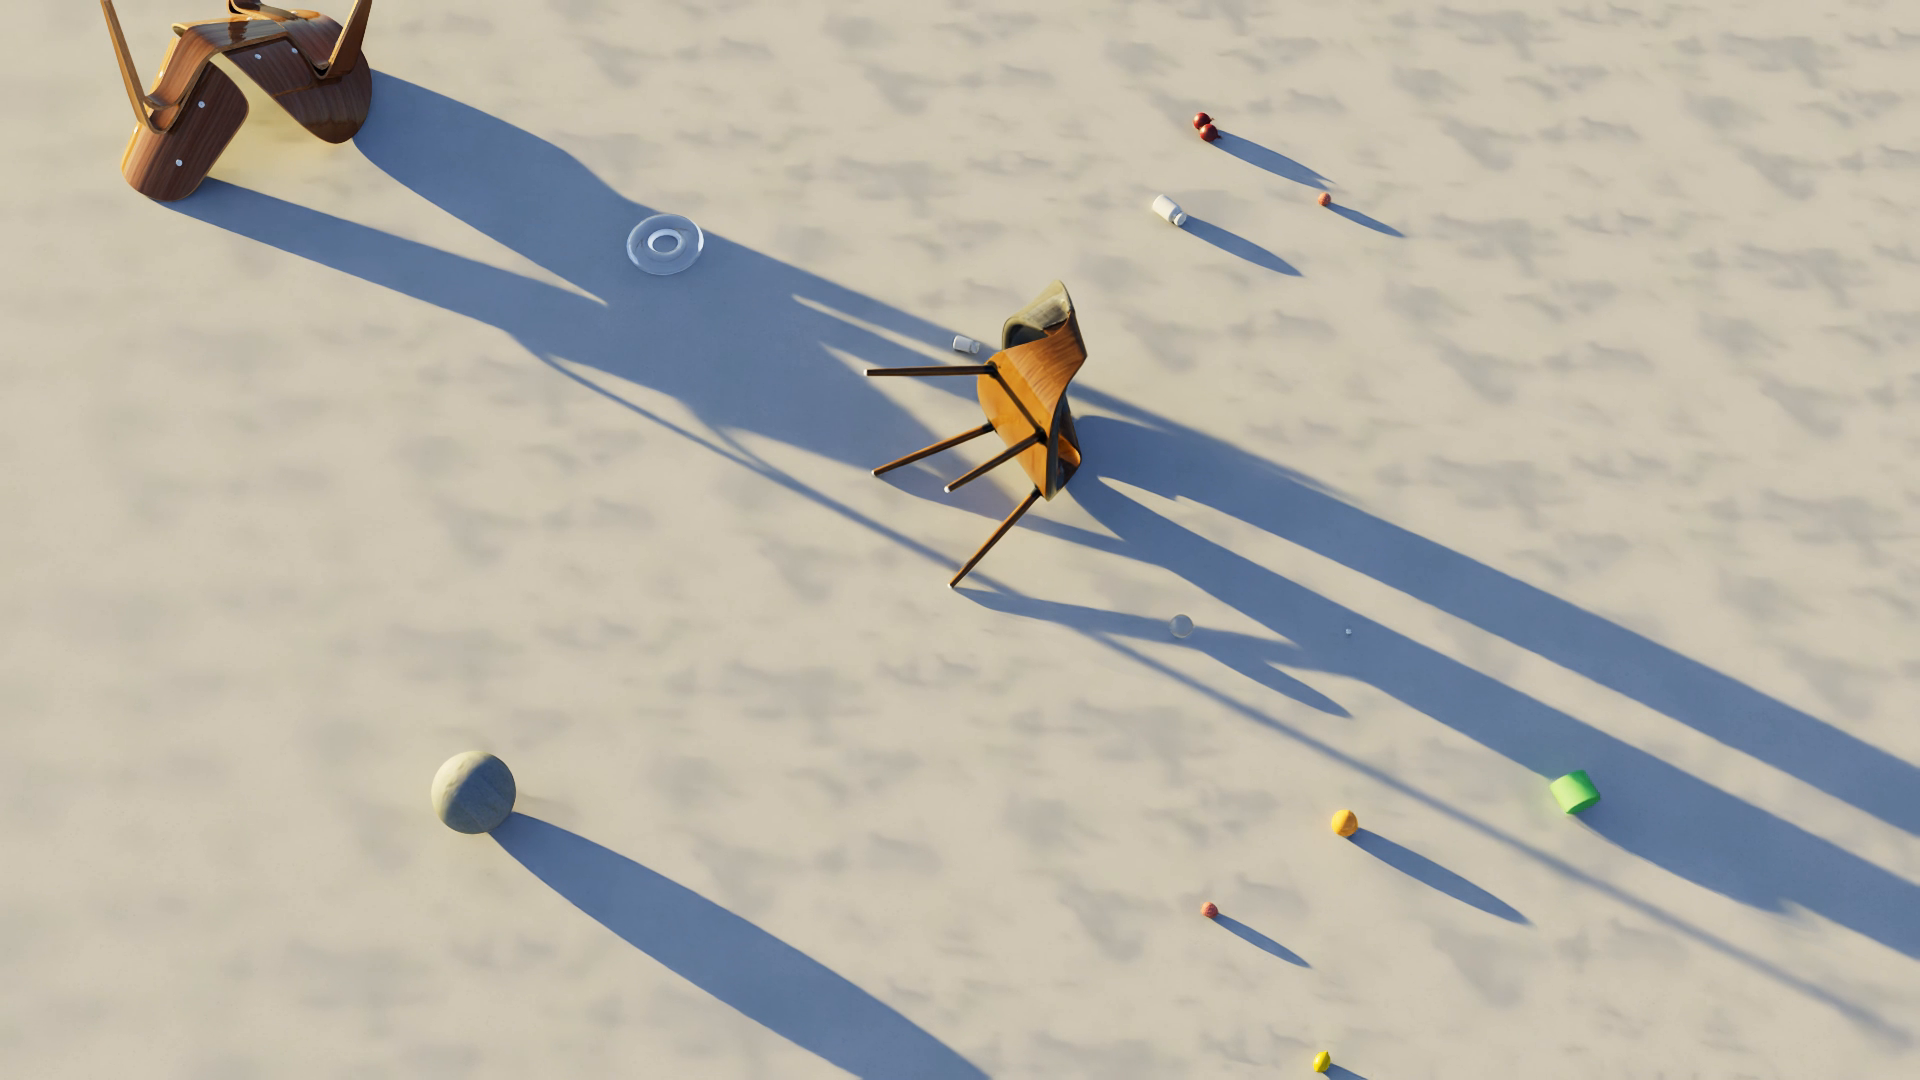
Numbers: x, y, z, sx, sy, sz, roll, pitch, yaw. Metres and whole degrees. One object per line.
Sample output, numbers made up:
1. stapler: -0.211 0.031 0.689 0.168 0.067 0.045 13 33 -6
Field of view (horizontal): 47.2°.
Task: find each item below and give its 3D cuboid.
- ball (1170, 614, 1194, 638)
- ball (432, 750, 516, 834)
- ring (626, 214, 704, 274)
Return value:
1. ball: 0.641 0.249 6.365 0.069 0.069 0.069 0 56 0
2. ball: -1.321 0.686 5.977 0.226 0.226 0.226 0 56 0
3. ring: -0.965 -0.969 7.194 0.250 0.051 0.256 23 60 14
